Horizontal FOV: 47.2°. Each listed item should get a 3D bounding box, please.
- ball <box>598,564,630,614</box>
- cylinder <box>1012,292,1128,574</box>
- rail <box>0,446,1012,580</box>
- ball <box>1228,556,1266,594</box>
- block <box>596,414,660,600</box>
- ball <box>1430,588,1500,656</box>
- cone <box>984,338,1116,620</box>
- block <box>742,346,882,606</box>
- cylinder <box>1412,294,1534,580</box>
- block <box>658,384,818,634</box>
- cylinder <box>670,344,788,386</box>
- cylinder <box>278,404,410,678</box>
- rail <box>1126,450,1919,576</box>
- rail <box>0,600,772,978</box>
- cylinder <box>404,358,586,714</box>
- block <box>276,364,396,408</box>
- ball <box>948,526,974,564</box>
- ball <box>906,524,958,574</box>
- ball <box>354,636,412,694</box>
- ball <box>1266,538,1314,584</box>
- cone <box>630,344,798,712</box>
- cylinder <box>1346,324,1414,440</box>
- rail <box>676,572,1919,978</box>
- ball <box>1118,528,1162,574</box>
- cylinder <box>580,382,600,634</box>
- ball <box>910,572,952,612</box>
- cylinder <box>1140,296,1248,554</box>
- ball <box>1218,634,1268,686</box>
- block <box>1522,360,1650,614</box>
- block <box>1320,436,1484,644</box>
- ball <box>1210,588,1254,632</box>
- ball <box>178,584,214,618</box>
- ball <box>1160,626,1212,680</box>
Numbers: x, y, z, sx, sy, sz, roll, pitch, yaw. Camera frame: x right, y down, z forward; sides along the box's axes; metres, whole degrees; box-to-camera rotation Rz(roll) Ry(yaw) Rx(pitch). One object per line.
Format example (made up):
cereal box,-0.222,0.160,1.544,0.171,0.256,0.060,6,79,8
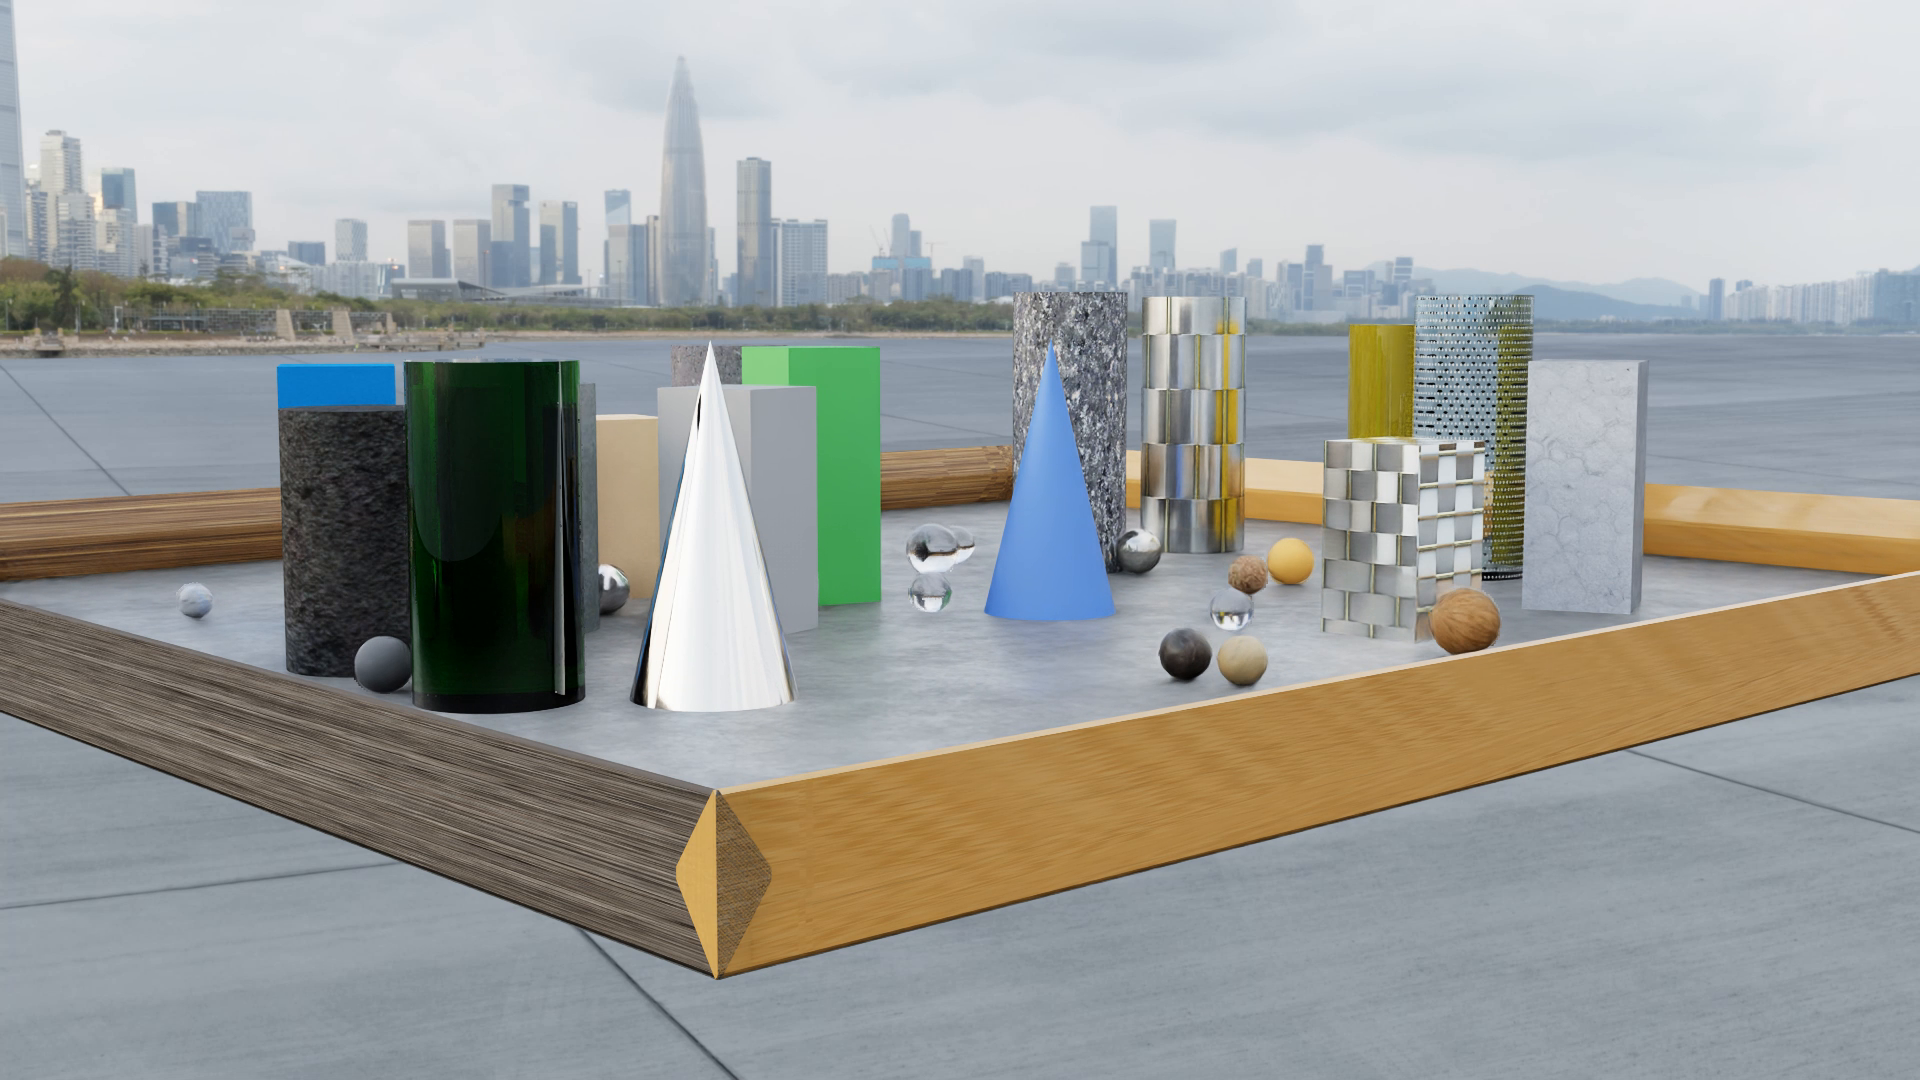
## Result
ball,-0.521,0.072,3.227,0.072,0.072,0.072,0,6,0
cylinder,0.188,-0.186,3.768,0.195,0.473,0.195,0,6,0
rail,-0.849,-0.063,4.247,2.793,0.127,0.045,-5,8,-42
ball,0.449,0.055,3.441,0.061,0.061,0.061,0,6,0
block,-0.554,-0.053,3.442,0.156,0.277,0.156,-3,7,-30
ball,0.650,0.106,2.831,0.088,0.088,0.088,0,6,0
cone,0.133,-0.095,3.234,0.195,0.403,0.195,0,6,0
block,-0.228,-0.102,3.377,0.156,0.388,0.156,-4,7,-32
cylinder,0.858,-0.176,3.692,0.195,0.468,0.195,0,6,0
block,-0.306,-0.043,3.047,0.156,0.338,0.156,4,7,30
cylinder,-0.387,-0.136,3.709,0.195,0.385,0.195,0,6,0
cylinder,-0.746,-0.003,2.749,0.195,0.323,0.195,0,6,0
rail,1.009,-0.064,4.258,0.045,0.127,2.551,-5,8,-42
rail,-1.009,0.130,2.406,0.045,0.127,2.551,-5,8,-42
cylinder,-0.529,-0.010,2.504,0.195,0.387,0.195,0,6,0
block,-0.876,-0.064,3.111,0.156,0.367,0.156,-2,6,-15
ball,-0.008,0.008,3.870,0.067,0.067,0.067,0,6,0
ball,-0.047,0.016,3.689,0.088,0.088,0.088,0,6,0
ball,-0.671,0.145,2.560,0.067,0.067,0.067,0,6,0
ball,0.537,0.034,3.573,0.076,0.076,0.076,0,6,0
cone,-0.284,-0.023,2.519,0.195,0.409,0.195,0,6,0
cylinder,0.792,-0.176,3.939,0.195,0.418,0.195,0,6,0
rail,0.849,0.129,2.417,2.793,0.127,0.045,-5,8,-42
ball,0.304,0.019,3.717,0.076,0.076,0.076,0,6,0
cylinder,-0.603,-0.046,3.060,0.195,0.343,0.195,0,6,0
ball,-0.042,0.077,3.238,0.061,0.061,0.061,0,6,0
cylinder,0.435,-0.217,4.097,0.195,0.467,0.195,0,6,0
ball,0.336,0.143,2.614,0.060,0.060,0.060,0,6,0
block,0.941,-0.085,3.308,0.156,0.368,0.156,2,6,23
block,0.611,-0.005,3.037,0.156,0.265,0.156,-6,8,-43
ball,0.377,0.097,3.055,0.061,0.061,0.061,0,6,0
ball,-1.104,0.089,3.176,0.049,0.049,0.049,0,6,0
ball,0.272,0.137,2.655,0.064,0.064,0.064,0,6,0
